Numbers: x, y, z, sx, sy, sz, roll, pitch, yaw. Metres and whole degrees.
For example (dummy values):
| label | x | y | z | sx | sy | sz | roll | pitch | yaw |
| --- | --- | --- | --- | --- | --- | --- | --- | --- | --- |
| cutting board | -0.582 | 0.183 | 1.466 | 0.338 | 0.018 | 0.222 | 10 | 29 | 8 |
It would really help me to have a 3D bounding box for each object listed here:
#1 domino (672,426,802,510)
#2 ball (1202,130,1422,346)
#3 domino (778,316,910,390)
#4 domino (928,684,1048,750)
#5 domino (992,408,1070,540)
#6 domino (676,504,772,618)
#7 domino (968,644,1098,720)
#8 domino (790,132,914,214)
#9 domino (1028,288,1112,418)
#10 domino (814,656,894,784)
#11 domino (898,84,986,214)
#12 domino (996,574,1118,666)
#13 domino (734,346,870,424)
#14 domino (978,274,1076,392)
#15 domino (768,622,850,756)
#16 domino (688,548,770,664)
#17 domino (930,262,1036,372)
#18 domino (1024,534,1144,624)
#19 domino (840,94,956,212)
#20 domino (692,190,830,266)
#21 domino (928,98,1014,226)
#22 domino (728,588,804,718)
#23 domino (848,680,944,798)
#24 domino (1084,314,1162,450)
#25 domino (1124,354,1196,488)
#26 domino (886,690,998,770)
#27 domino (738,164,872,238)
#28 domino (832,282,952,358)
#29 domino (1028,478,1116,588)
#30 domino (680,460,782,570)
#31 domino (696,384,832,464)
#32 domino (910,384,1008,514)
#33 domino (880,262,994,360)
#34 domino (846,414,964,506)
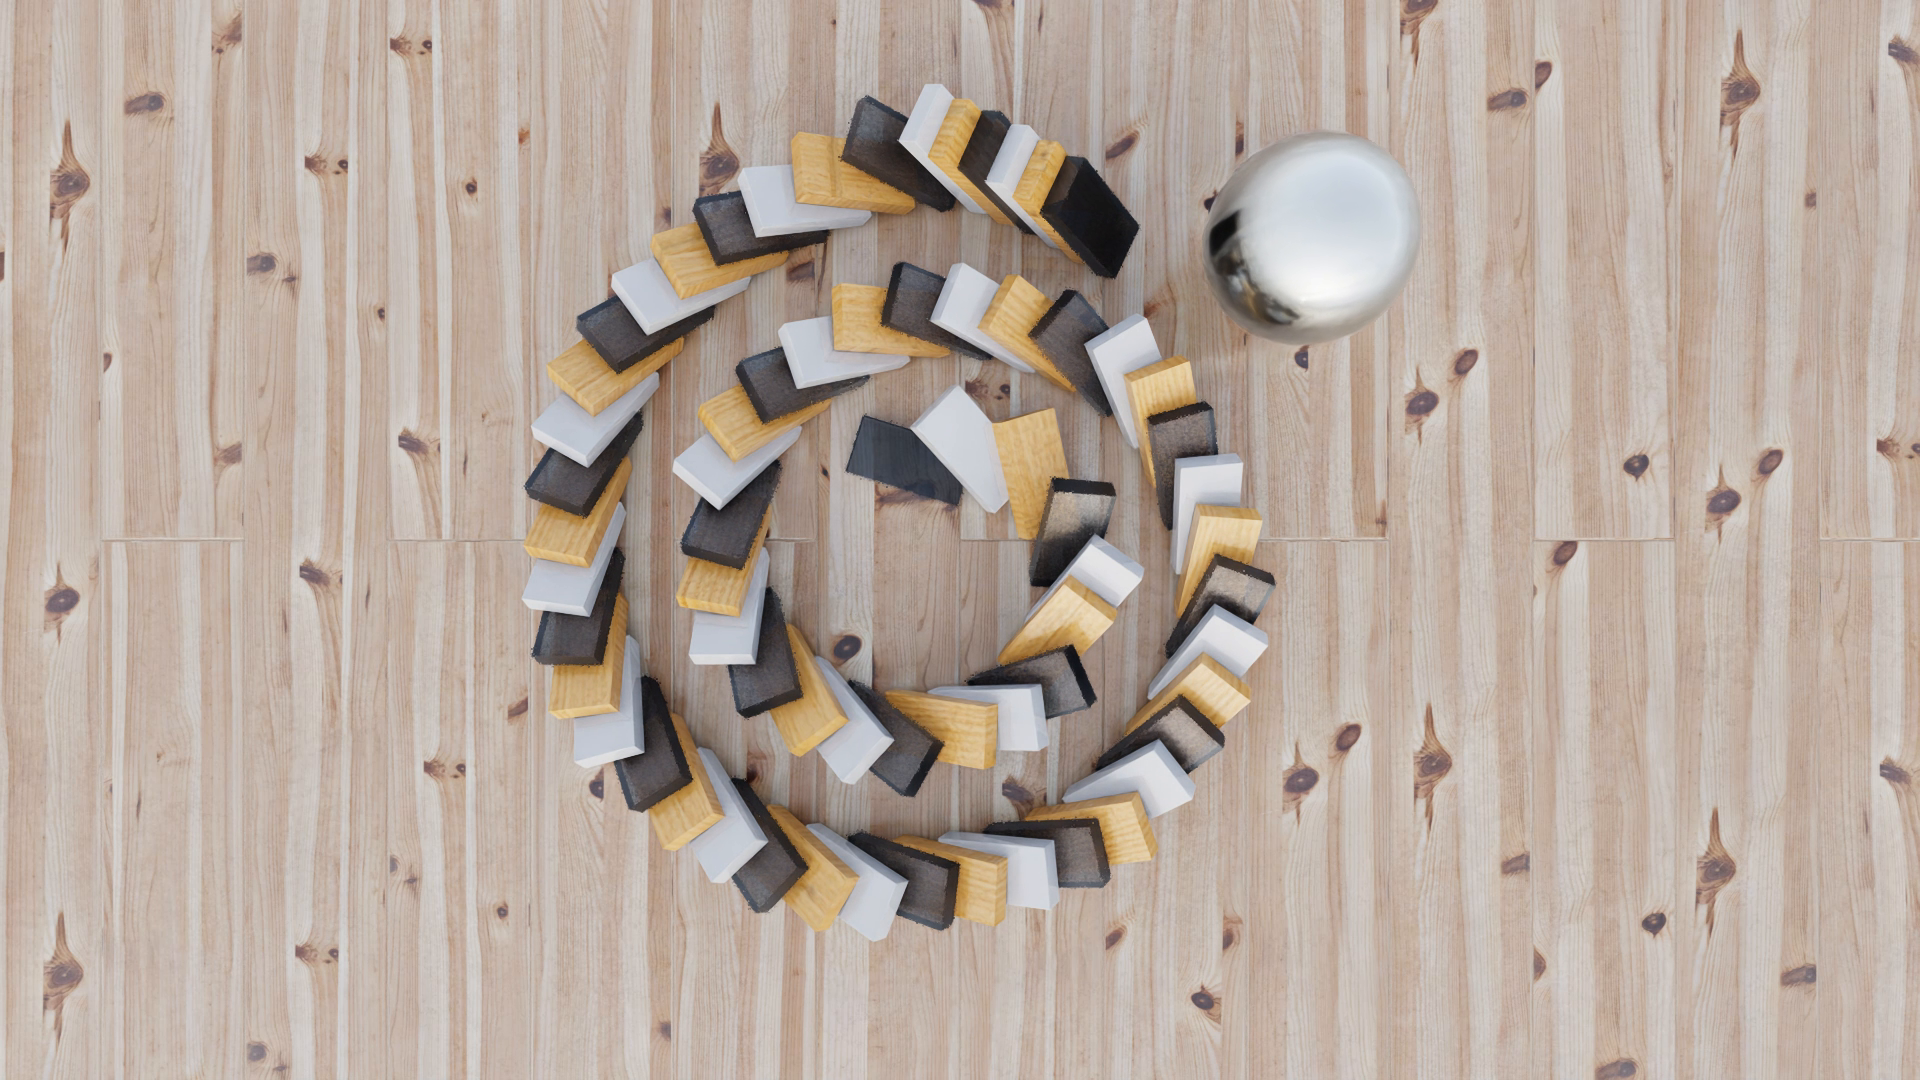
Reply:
| label | x | y | z | sx | sy | sz | roll | pitch | yaw |
| --- | --- | --- | --- | --- | --- | --- | --- | --- | --- |
| domino | -0.092 | -0.038 | 0.383 | 0.025 | 0.010 | 0.050 | 40 | 58 | 0 |
| ball | 0.136 | -0.117 | 0.360 | 0.080 | 0.080 | 0.080 | 0 | 90 | 0 |
| domino | -0.048 | -0.081 | 0.383 | 0.050 | 0.009 | 0.025 | -18 | 90 | -31 |
| domino | 0.011 | 0.074 | 0.383 | 0.050 | 0.009 | 0.025 | -7 | 90 | 32 |
| domino | 0.032 | -0.028 | 0.386 | 0.025 | 0.009 | 0.050 | -18 | 103 | -19 |
| domino | -0.098 | 0.006 | 0.383 | 0.025 | 0.009 | 0.050 | 10 | 59 | 0 |
| domino | 0.029 | 0.063 | 0.382 | 0.050 | 0.009 | 0.025 | -23 | 90 | 33 |
| domino | -0.044 | -0.153 | 0.384 | 0.050 | 0.010 | 0.025 | -5 | 90 | -30 |
| domino | 0.054 | -0.078 | 0.383 | 0.050 | 0.009 | 0.025 | 40 | 90 | -31 |
| domino | -0.052 | 0.075 | 0.383 | 0.025 | 0.010 | 0.050 | -48 | 58 | 0 |
| domino | -0.001 | -0.160 | 0.378 | 0.009 | 0.050 | 0.025 | 24 | 88 | 40 |
| domino | 0.040 | 0.040 | 0.383 | 0.025 | 0.009 | 0.050 | 38 | 122 | 0 |
| domino | -0.065 | -0.070 | 0.383 | 0.050 | 0.010 | 0.025 | -28 | 90 | -31 |
| domino | 0.034 | -0.086 | 0.383 | 0.050 | 0.010 | 0.025 | 29 | 90 | -30 |
| domino | -0.069 | 0.062 | 0.383 | 0.025 | 0.010 | 0.050 | -36 | 59 | 0 |
| domino | -0.096 | 0.027 | 0.383 | 0.025 | 0.009 | 0.050 | 0 | 59 | 1 |
| domino | 0.014 | -0.092 | 0.383 | 0.050 | 0.009 | 0.025 | 22 | 90 | -30 |
| domino | 0.051 | 0.024 | 0.382 | 0.025 | 0.010 | 0.050 | 35 | 122 | -2 |
| domino | -0.022 | -0.160 | 0.383 | 0.050 | 0.009 | 0.025 | 17 | 88 | -31 |
| domino | -0.083 | -0.133 | 0.384 | 0.050 | 0.010 | 0.025 | -24 | 90 | -29 |
| domino | 0.010 | -0.155 | 0.378 | 0.009 | 0.050 | 0.025 | 24 | 90 | 40 |
| domino | -0.084 | 0.046 | 0.383 | 0.025 | 0.009 | 0.050 | -21 | 58 | 0 |
| domino | -0.033 | 0.082 | 0.383 | 0.050 | 0.010 | 0.025 | 30 | 90 | 33 |
| domino | 0.073 | -0.066 | 0.383 | 0.025 | 0.010 | 0.050 | -31 | 121 | 0 |
| domino | 0.087 | -0.049 | 0.383 | 0.025 | 0.010 | 0.050 | -20 | 120 | -1 |
| domino | -0.009 | 0.078 | 0.383 | 0.050 | 0.009 | 0.025 | 2 | 90 | 32 |
| domino | -0.065 | -0.143 | 0.384 | 0.050 | 0.010 | 0.025 | -18 | 90 | -30 |
| domino | -0.028 | -0.091 | 0.383 | 0.050 | 0.010 | 0.025 | -3 | 90 | -32 |
| domino | 0.046 | -0.002 | 0.379 | 0.025 | 0.010 | 0.050 | 4 | 129 | -8 |
| domino | -0.095 | -0.014 | 0.383 | 0.025 | 0.009 | 0.050 | 15 | 59 | 0 |
| domino | -0.081 | -0.056 | 0.383 | 0.050 | 0.010 | 0.025 | -37 | 89 | -31 |
| domino | 0.005 | -0.038 | 0.385 | 0.025 | 0.009 | 0.050 | -47 | 110 | -10 |
| domino | -0.007 | -0.095 | 0.383 | 0.050 | 0.010 | 0.025 | 13 | 90 | -31 |
| domino | -0.021 | -0.034 | 0.395 | 0.050 | 0.009 | 0.025 | 17 | 90 | 0 |
